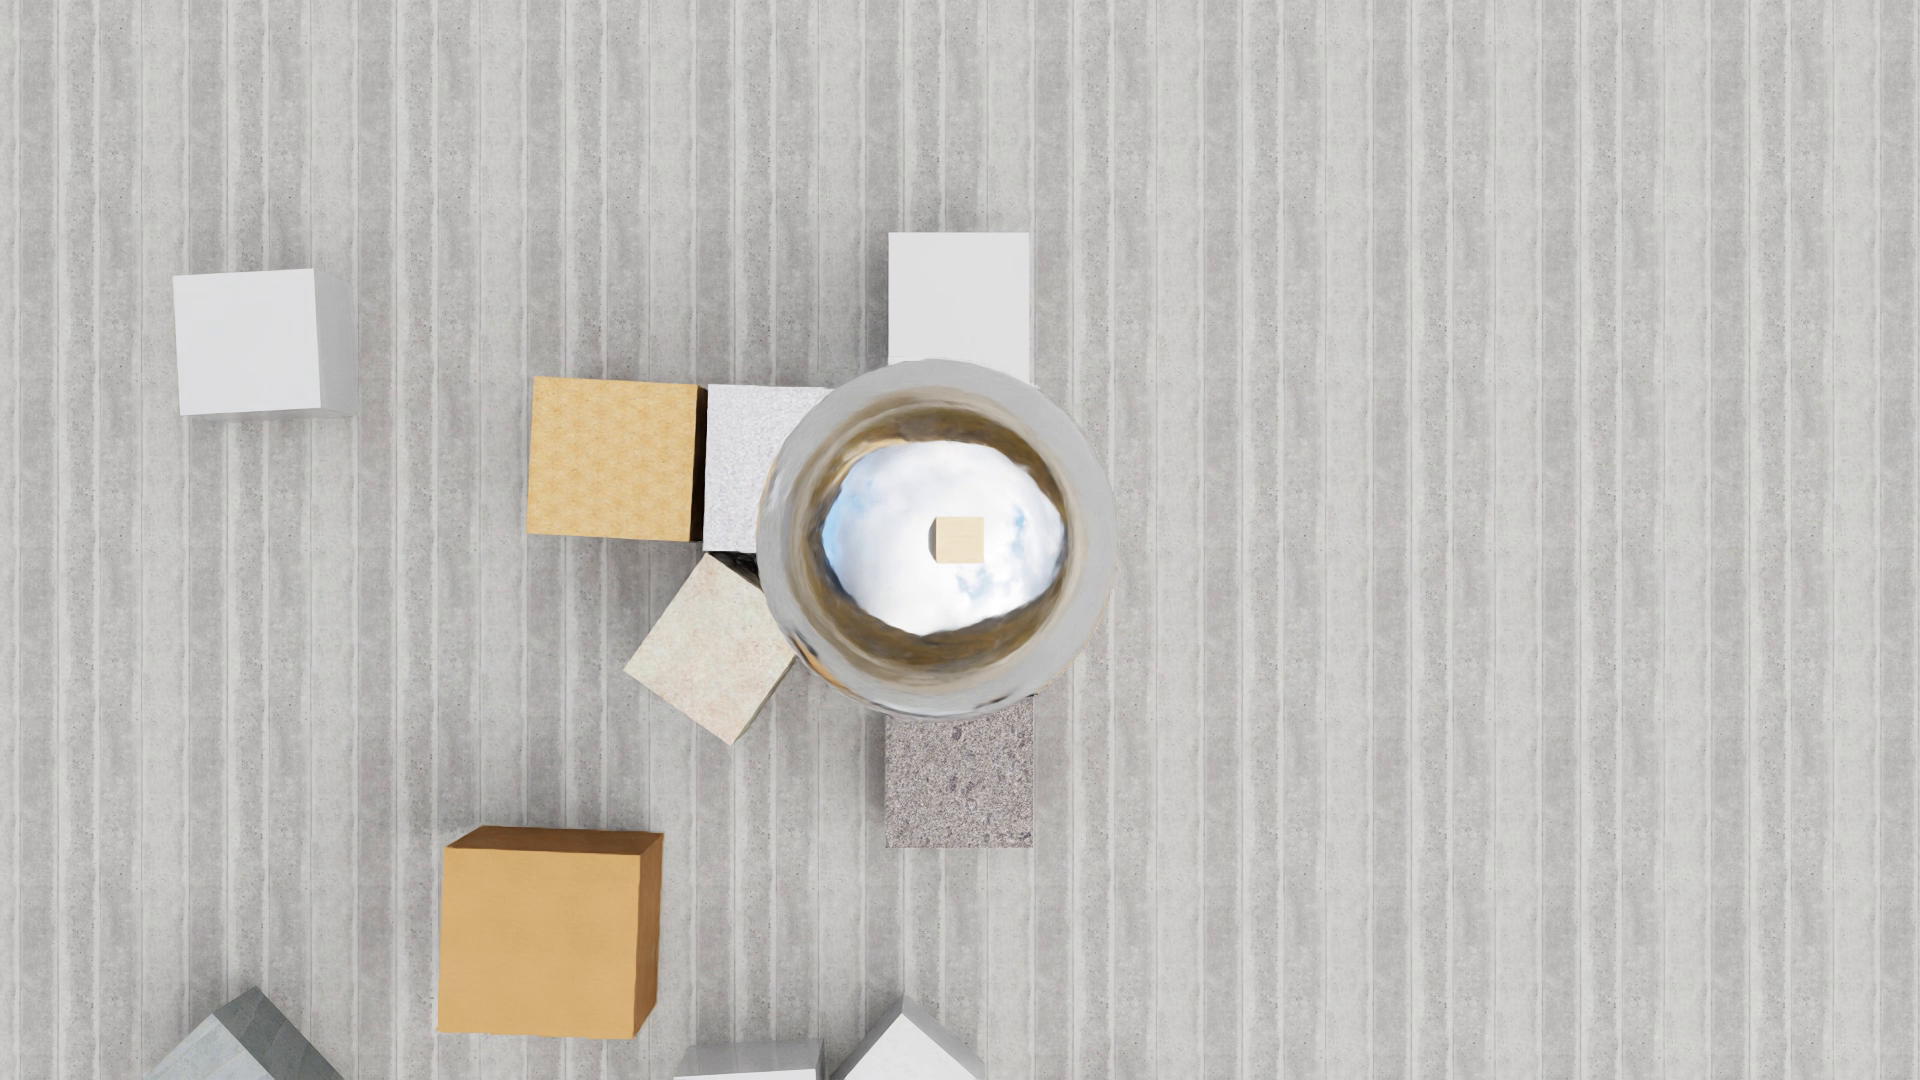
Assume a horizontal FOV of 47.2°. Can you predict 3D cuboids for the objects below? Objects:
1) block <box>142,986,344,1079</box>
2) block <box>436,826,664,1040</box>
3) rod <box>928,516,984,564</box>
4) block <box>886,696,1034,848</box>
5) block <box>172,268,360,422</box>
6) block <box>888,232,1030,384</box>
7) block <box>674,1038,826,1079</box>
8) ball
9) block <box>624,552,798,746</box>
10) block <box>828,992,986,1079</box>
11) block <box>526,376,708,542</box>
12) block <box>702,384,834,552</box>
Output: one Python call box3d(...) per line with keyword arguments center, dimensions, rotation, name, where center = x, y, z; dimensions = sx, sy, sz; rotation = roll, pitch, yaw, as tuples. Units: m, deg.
box3d(center=(-4.154, 3.233, 12.618), dimensions=(0.812, 0.764, 0.886), rotation=(-43, 90, 0), name="block")
box3d(center=(-2.310, 2.214, 12.528), dimensions=(1.074, 0.943, 1.011), rotation=(2, 90, 0), name="block")
box3d(center=(-0.045, 0.000, 6.289), dimensions=(0.080, 5.200, 0.080), rotation=(0, 90, -1), name="rod")
box3d(center=(-0.003, 1.286, 12.589), dimensions=(0.818, 0.823, 0.838), rotation=(0, 90, 0), name="block")
box3d(center=(-3.961, -1.101, 12.607), dimensions=(0.783, 0.785, 0.774), rotation=(-3, 90, 0), name="block")
box3d(center=(-0.006, -1.271, 12.599), dimensions=(0.779, 0.803, 0.867), rotation=(0, 90, 0), name="block")
box3d(center=(-1.177, 3.343, 12.612), dimensions=(0.789, 0.777, 0.760), rotation=(-3, 90, 0), name="block")
box3d(center=(-0.103, 0.000, 9.688), dimensions=(1.600, 1.600, 1.600), rotation=(0, 90, 0), name="ball")
box3d(center=(-1.335, 0.603, 12.580), dimensions=(0.729, 0.841, 0.799), rotation=(35, 90, 0), name="block")
box3d(center=(-0.315, 3.134, 12.705), dimensions=(0.632, 0.591, 0.678), rotation=(41, 90, 0), name="block")
box3d(center=(-1.927, -0.448, 12.584), dimensions=(0.904, 0.833, 0.871), rotation=(3, 90, 0), name="block")
box3d(center=(-0.947, -0.383, 12.544), dimensions=(0.903, 0.912, 0.917), rotation=(2, 90, 0), name="block")
